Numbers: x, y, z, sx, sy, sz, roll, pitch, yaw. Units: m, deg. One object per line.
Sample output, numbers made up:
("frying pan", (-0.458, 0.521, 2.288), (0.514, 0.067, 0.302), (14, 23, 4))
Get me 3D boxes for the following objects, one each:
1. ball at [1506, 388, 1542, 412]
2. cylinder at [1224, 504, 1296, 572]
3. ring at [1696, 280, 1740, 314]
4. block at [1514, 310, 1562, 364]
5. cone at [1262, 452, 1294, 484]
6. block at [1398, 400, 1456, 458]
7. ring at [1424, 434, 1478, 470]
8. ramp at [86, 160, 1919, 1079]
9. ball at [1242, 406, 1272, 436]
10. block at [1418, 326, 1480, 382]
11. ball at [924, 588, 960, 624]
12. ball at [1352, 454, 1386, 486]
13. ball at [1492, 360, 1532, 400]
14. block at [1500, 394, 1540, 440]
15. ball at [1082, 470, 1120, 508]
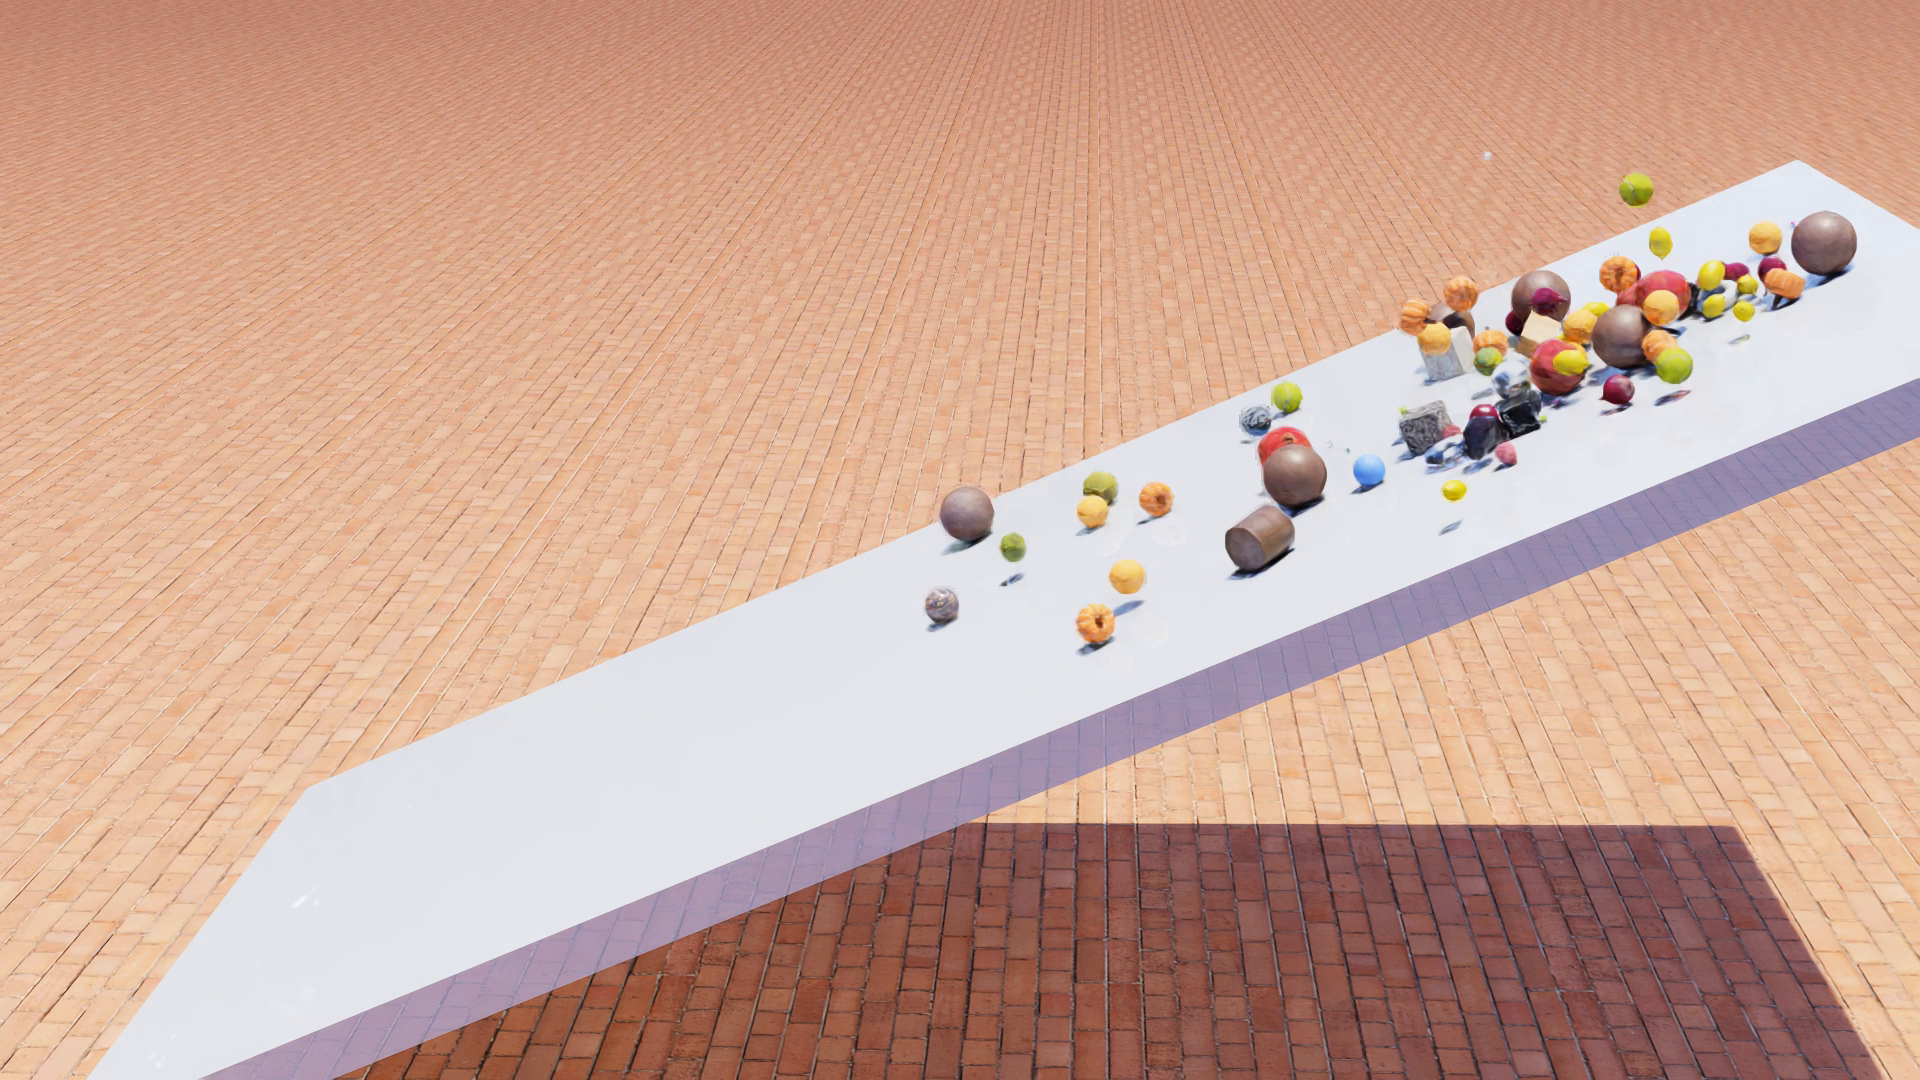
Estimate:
("ball", (1.120, -0.269, 5.843), (0.068, 0.068, 0.068), (0, 15, 0))
("cylinder", (0.581, -0.003, 5.696), (0.099, 0.099, 0.099), (14, 37, 43))
("ring", (1.552, -0.496, 6.017), (0.094, 0.031, 0.094), (-27, 25, 14))
("block", (1.203, -0.422, 6.122), (0.068, 0.068, 0.068), (25, -24, 9))
("cone", (0.681, -0.155, 6.264), (0.067, 0.067, 0.067), (-3, 15, -2))
("block", (0.948, -0.226, 5.963), (0.079, 0.079, 0.079), (-18, 14, 28))
("ring", (0.970, -0.174, 5.809), (0.111, 0.037, 0.111), (-24, 14, 6))
("ramp", (0.132, 0.170, 6.284), (4.000, 0.100, 2.000), (-23, 13, 8))
("ball", (0.673, -0.270, 6.671), (0.070, 0.070, 0.070), (0, 15, 0))
("block", (1.074, -0.408, 6.455), (0.084, 0.084, 0.084), (-14, 16, 39))
("ball", (-0.039, 0.140, 6.320), (0.077, 0.077, 0.077), (0, 15, 0))
("ball", (0.819, -0.140, 5.888), (0.065, 0.065, 0.065), (0, 15, 0))
("ball", (1.131, -0.328, 6.025), (0.084, 0.084, 0.084), (0, 15, 0))
("block", (1.101, -0.243, 5.784), (0.060, 0.060, 0.060), (-23, 13, 19))
("ball", (0.319, -0.116, 6.675), (0.084, 0.084, 0.084), (0, 15, 0))
